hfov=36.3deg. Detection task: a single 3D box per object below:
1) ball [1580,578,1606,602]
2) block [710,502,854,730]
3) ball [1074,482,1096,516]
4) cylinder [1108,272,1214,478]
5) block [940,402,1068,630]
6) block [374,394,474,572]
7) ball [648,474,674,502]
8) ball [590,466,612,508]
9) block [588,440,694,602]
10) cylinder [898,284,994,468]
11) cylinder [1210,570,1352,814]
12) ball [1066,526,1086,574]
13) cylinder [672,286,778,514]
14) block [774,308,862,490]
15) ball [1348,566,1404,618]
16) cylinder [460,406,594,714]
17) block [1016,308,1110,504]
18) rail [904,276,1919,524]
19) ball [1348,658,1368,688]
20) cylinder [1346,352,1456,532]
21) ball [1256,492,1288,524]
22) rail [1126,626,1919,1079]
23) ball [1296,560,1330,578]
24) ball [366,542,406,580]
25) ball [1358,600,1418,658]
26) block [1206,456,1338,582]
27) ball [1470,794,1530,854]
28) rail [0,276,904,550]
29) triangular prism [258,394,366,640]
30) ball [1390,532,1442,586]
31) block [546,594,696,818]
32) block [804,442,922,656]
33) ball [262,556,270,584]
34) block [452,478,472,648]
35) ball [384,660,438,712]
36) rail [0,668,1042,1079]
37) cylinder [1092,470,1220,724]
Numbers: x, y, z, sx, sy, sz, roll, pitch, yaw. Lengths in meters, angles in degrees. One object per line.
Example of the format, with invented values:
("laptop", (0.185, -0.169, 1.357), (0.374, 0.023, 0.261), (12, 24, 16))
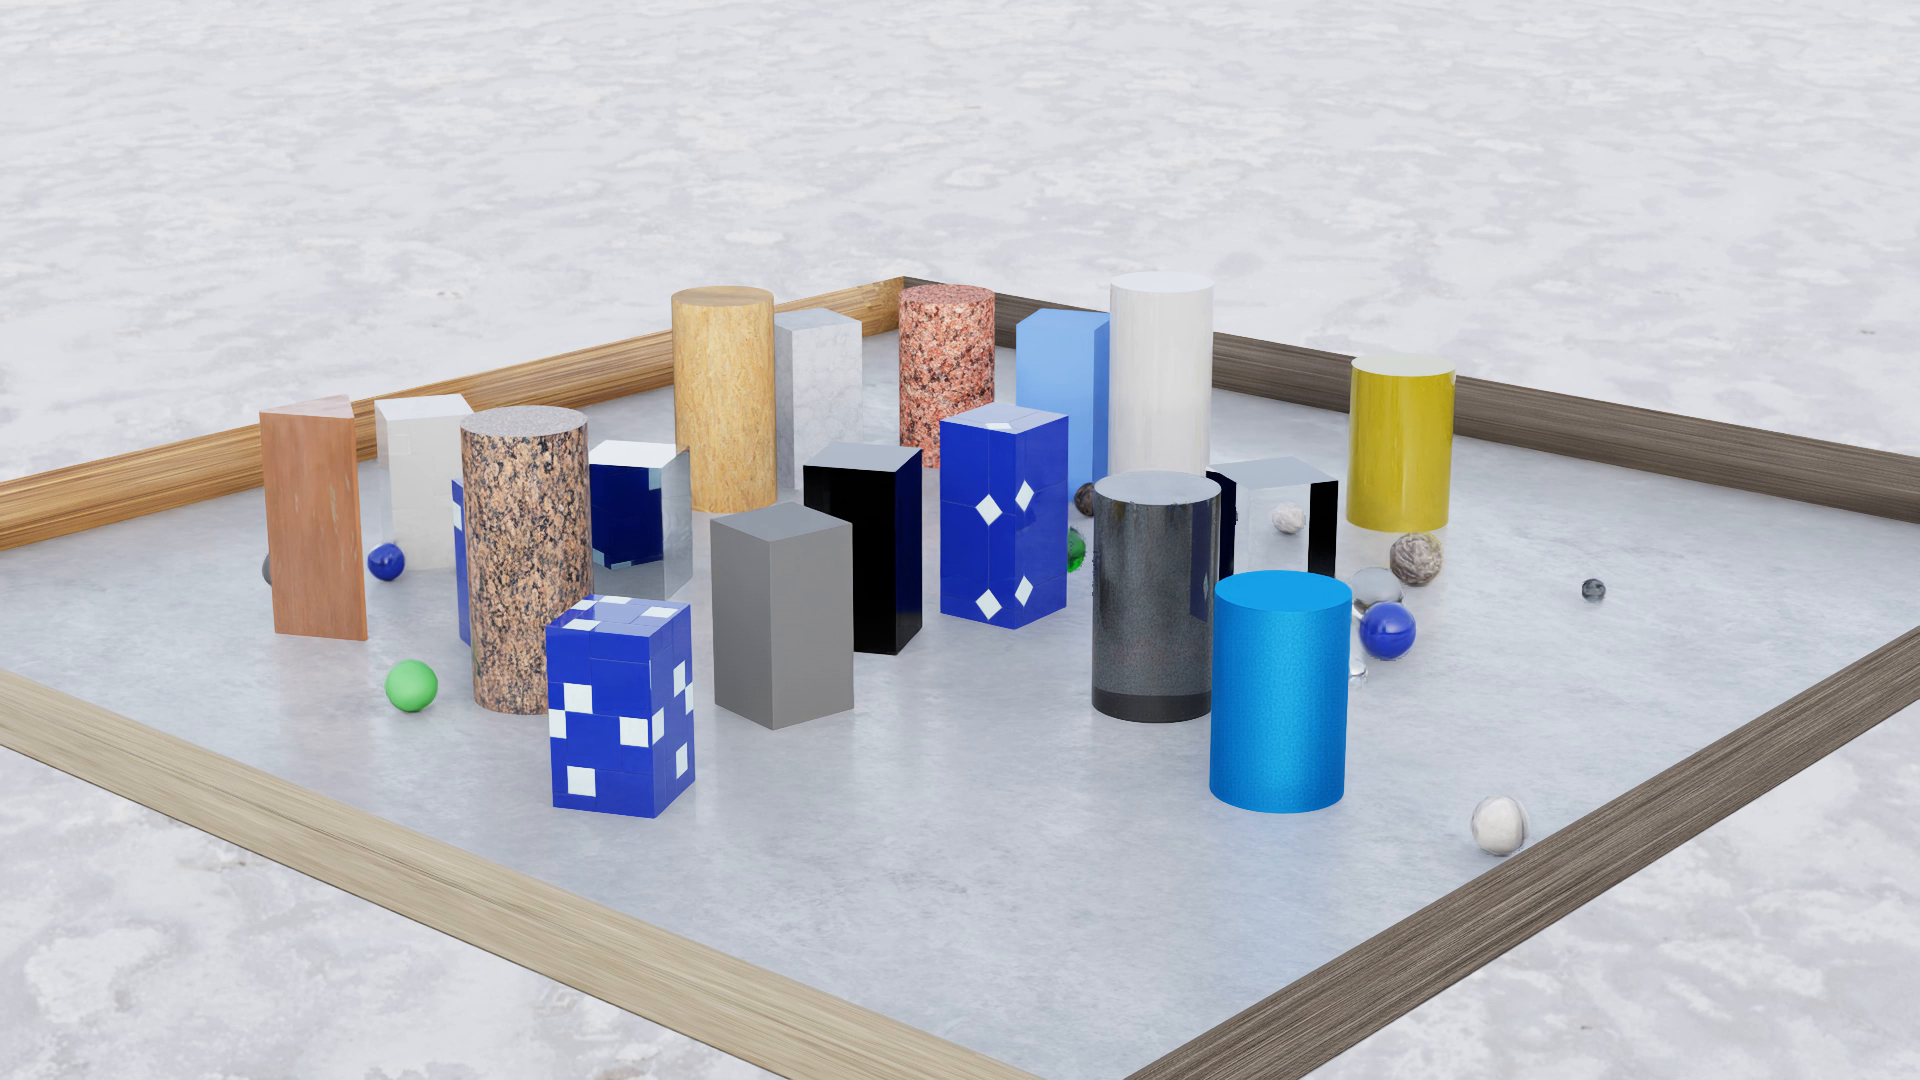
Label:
("ball", (1.098, 0.088, 5.085), (0.042, 0.042, 0.042), (0, 17, 0))
("block", (-0.275, 0.116, 4.543), (0.156, 0.301, 0.156), (-13, 21, -37))
("ball", (0.250, -0.077, 5.589), (0.065, 0.065, 0.065), (0, 17, 0))
("cylinder", (0.379, -0.267, 5.550), (0.195, 0.452, 0.195), (0, 17, 0))
("block", (0.075, -0.043, 5.000), (0.156, 0.341, 0.156), (12, 20, 34))
("block", (-0.963, -0.105, 5.312), (0.156, 0.280, 0.156), (-6, 18, -18))
("ball", (-0.582, -0.101, 5.695), (0.051, 0.051, 0.051), (0, 17, 0))
("ball", (-0.711, -0.101, 5.648), (0.079, 0.079, 0.079), (0, 17, 0))
("block", (-0.570, -0.034, 5.143), (0.156, 0.242, 0.156), (4, 17, 13))
("cylinder", (-0.027, -0.335, 5.972), (0.195, 0.339, 0.195), (0, 17, 0))
("cylinder", (0.459, 0.216, 4.210), (0.195, 0.301, 0.195), (0, 17, 0))
("ball", (0.182, 0.017, 5.241), (0.087, 0.087, 0.087), (0, 17, 0))
("cylinder", (-0.453, -0.272, 5.652), (0.195, 0.404, 0.195), (0, 17, 0))
("block", (-0.301, -0.284, 5.836), (0.156, 0.319, 0.156), (-10, 20, -31))
("ball", (0.703, 0.093, 4.973), (0.096, 0.096, 0.096), (0, 17, 0))
("cylinder", (-0.671, 0.030, 4.577), (0.195, 0.446, 0.195), (0, 17, 0))
("block", (0.208, -0.262, 5.719), (0.156, 0.345, 0.156), (6, 18, 19))
("rail", (0.978, -0.293, 6.198), (2.997, 0.127, 0.045), (14, 22, 39))
("ball", (0.623, 0.212, 4.663), (0.048, 0.048, 0.048), (0, 17, 0))
("cylinder", (0.832, -0.185, 5.541), (0.195, 0.301, 0.195), (0, 17, 0))
("ball", (0.591, -0.060, 5.544), (0.059, 0.059, 0.059), (0, 17, 0))
("rail", (1.114, 0.311, 4.194), (0.045, 0.127, 3.031), (14, 22, 39))
("ball", (0.615, 0.068, 5.116), (0.062, 0.062, 0.062), (0, 17, 0))
("ball", (-1.018, 0.038, 5.205), (0.068, 0.068, 0.068), (0, 17, 0))
("ball", (0.700, 0.147, 4.798), (0.095, 0.095, 0.095), (0, 17, 0))
("block", (0.496, 0.050, 4.711), (0.156, 0.329, 0.156), (-6, 18, -20))
("ball", (0.740, 0.390, 4.016), (0.081, 0.081, 0.081), (0, 17, 0))
("rail", (-1.114, -0.247, 6.046), (0.045, 0.127, 3.031), (14, 22, 39))
("triangular prism", (-1.053, -0.042, 4.924), (0.169, 0.383, 0.146), (5, 17, 15))
("ball", (0.805, 0.033, 5.177), (0.094, 0.094, 0.094), (0, 17, 0))
("block", (-0.484, 0.236, 4.195), (0.156, 0.271, 0.156), (5, 17, 16))
("block", (-0.159, 0.013, 4.864), (0.156, 0.313, 0.156), (5, 17, 15))
("ball", (-1.190, 0.051, 5.154), (0.073, 0.073, 0.073), (0, 17, 0))
("block", (-0.732, 0.041, 4.835), (0.156, 0.276, 0.156), (-9, 19, -26))
("ball", (-0.853, 0.226, 4.559), (0.081, 0.081, 0.081), (0, 17, 0))
("rail", (-0.978, 0.357, 4.042), (2.997, 0.127, 0.045), (14, 22, 39))
("cylinder", (0.304, 0.087, 4.555), (0.195, 0.350, 0.195), (0, 17, 0))
